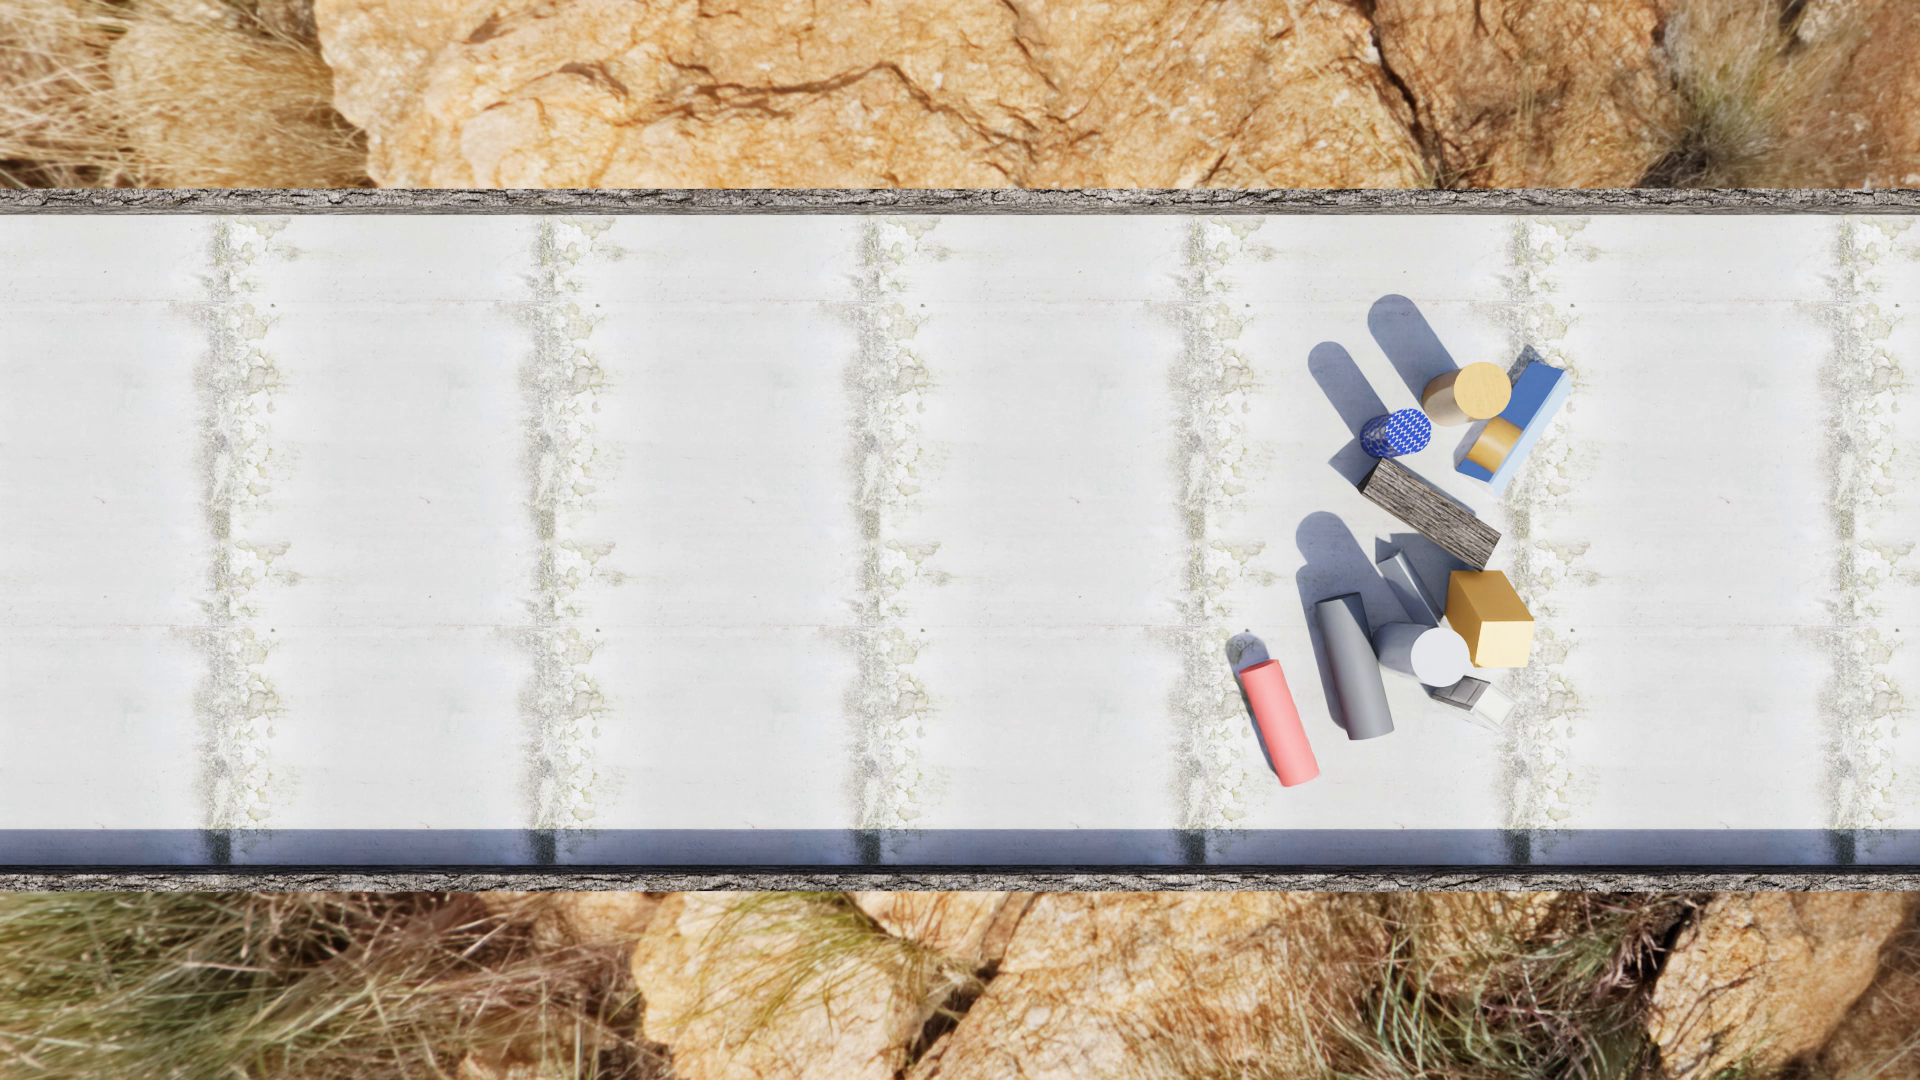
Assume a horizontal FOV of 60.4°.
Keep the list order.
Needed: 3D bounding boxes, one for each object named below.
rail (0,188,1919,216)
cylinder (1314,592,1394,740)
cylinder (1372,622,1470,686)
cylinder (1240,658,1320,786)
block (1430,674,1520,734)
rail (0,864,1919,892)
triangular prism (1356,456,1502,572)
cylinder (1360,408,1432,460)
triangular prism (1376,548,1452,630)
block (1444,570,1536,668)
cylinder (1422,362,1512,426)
[{"bbox_3d":[-2.247,-1.025,5.002,12.000,0.150,0.050,0,90,0],"label":"rail"},{"bbox_3d":[1.197,0.383,5.006,0.140,0.140,0.427,-14,90,0],"label":"cylinder"},{"bbox_3d":[1.344,0.330,4.850,0.166,0.451,0.166,0,89,-1],"label":"cylinder"},{"bbox_3d":[0.974,0.555,5.015,0.123,0.123,0.369,-20,90,0],"label":"cylinder"},{"bbox_3d":[1.519,0.476,4.877,0.104,0.398,0.104,36,90,0],"label":"block"},{"bbox_3d":[-2.247,1.025,5.001,12.000,0.150,0.050,0,90,0],"label":"rail"},{"bbox_3d":[1.405,-0.056,4.982,0.429,0.123,0.142,33,133,0],"label":"triangular prism"},{"bbox_3d":[1.296,-0.314,4.920,0.133,0.313,0.133,0,90,0],"label":"cylinder"},{"bbox_3d":[1.403,0.181,5.035,0.091,0.079,0.312,-32,90,0],"label":"triangular prism"},{"bbox_3d":[1.571,0.231,4.903,0.154,0.308,0.154,-1,118,-1],"label":"block"},{"bbox_3d":[1.504,-0.431,4.912,0.165,0.329,0.165,0,90,0],"label":"cylinder"}]
